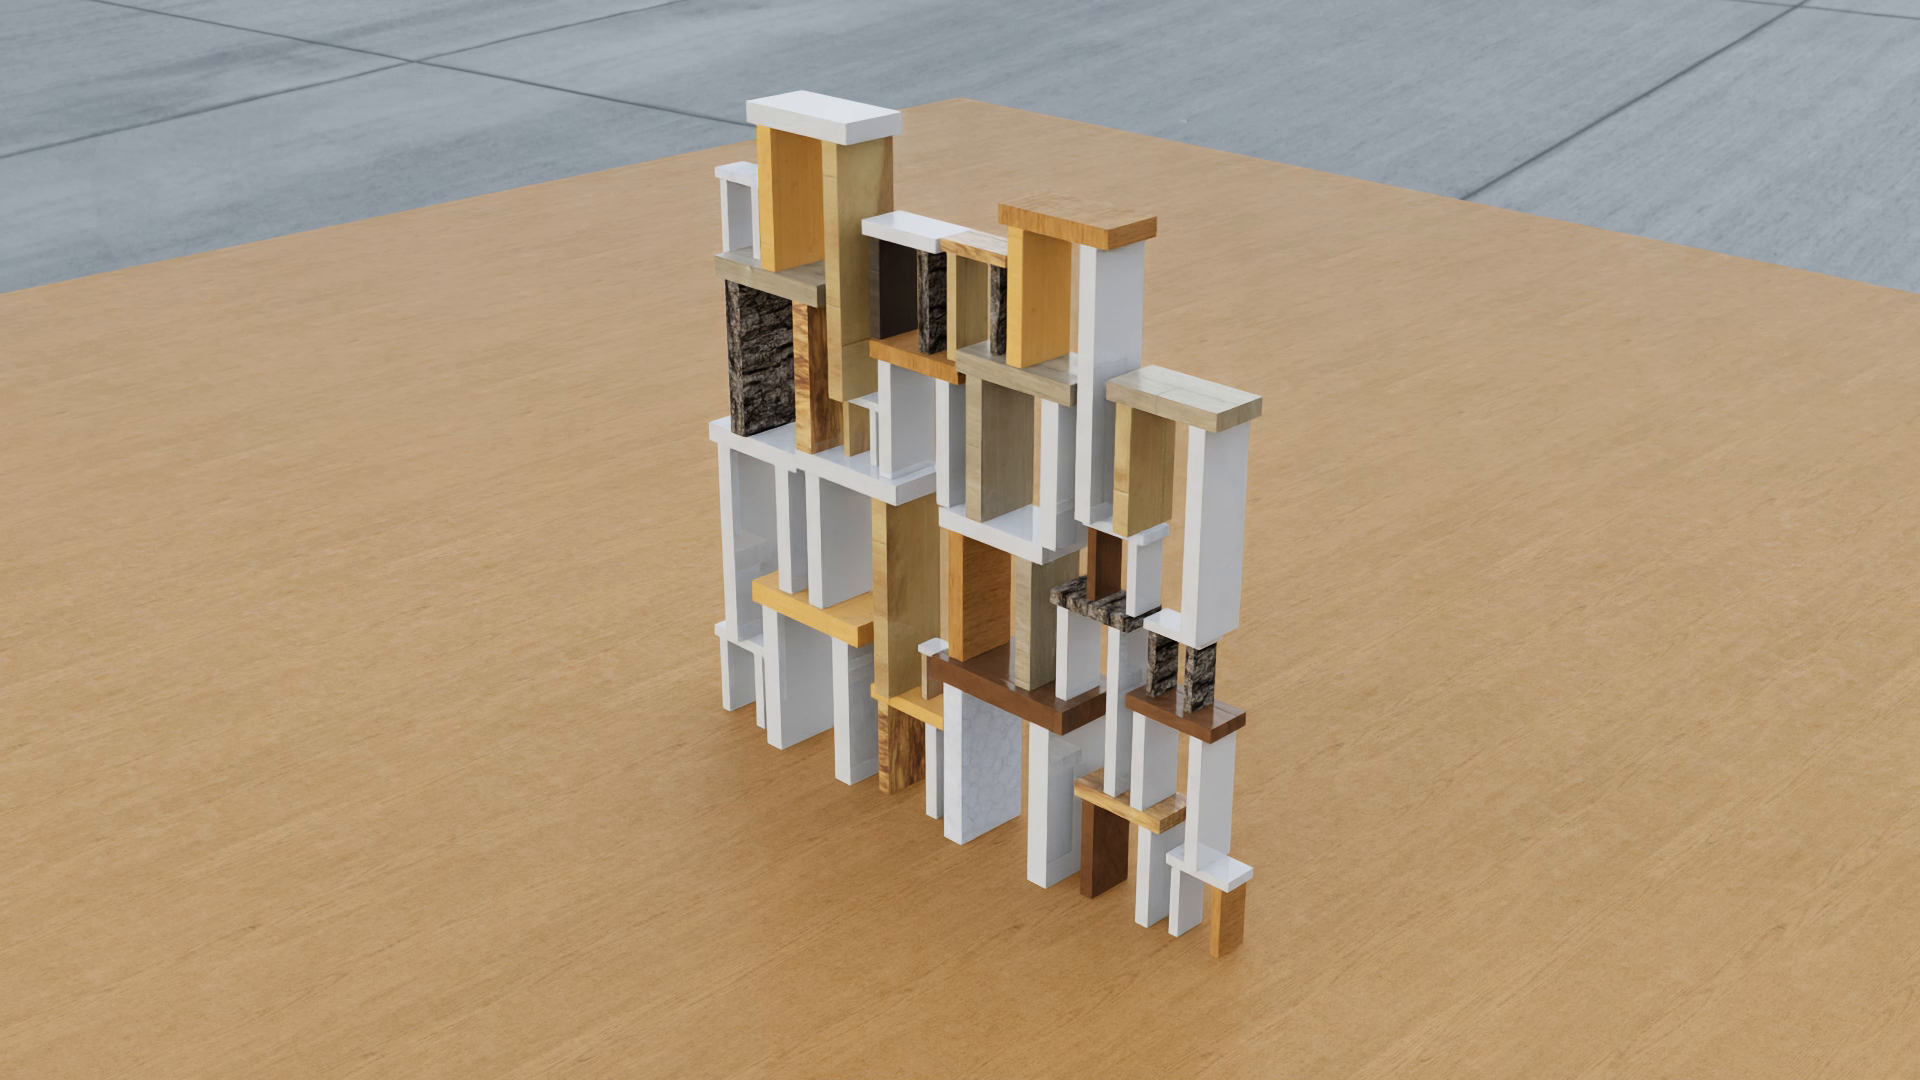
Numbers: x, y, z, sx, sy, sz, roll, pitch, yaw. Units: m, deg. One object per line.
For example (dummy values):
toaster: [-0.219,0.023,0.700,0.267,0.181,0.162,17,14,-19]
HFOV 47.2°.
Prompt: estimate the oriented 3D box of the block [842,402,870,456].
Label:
block: [-0.203,-0.227,4.344,0.058,0.115,0.016,-21,31,-41]

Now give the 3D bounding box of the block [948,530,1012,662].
block: [0.038,0.089,4.216,0.037,0.265,0.132,21,31,40]

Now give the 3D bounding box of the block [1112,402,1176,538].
block: [0.321,-0.136,3.819,0.034,0.240,0.120,21,31,41]

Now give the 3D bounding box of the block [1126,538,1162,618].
block: [0.327,0.060,3.897,0.020,0.141,0.071,21,31,41]

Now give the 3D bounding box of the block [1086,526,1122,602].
block: [0.260,0.034,3.959,0.071,0.141,0.020,-21,31,-40]

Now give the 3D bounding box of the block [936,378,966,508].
block: [0.009,-0.195,4.132,0.033,0.249,0.118,21,31,41]

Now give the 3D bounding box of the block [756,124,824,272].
block: [-0.324,-0.677,4.286,0.142,0.284,0.040,-21,31,-41]

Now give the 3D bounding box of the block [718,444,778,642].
block: [-0.442,-0.009,4.698,0.039,0.449,0.138,21,31,41]

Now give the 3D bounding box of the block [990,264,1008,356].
block: [0.091,-0.422,3.954,0.023,0.165,0.082,21,31,41]

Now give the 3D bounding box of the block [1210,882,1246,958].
block: [0.485,0.678,3.979,0.020,0.144,0.072,21,31,41]

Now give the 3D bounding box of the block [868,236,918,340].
block: [-0.126,-0.486,4.162,0.098,0.196,0.028,-21,31,-40]

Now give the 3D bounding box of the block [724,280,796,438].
block: [-0.401,-0.387,4.495,0.044,0.326,0.154,21,31,41]

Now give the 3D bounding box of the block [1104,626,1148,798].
block: [0.307,0.300,4.014,0.026,0.339,0.093,21,31,41]

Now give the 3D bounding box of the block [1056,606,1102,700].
block: [0.220,0.195,4.065,0.026,0.186,0.093,21,31,41]

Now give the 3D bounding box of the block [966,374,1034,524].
block: [0.074,-0.185,4.067,0.040,0.281,0.140,21,31,41]

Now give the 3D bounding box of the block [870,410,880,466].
block: [-0.149,-0.206,4.295,0.058,0.115,0.016,-21,31,-41]

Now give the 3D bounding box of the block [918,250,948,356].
block: [-0.033,-0.450,4.077,0.028,0.196,0.098,21,31,41]

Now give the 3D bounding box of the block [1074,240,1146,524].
block: [0.260,-0.280,3.825,0.036,0.501,0.126,21,31,41]

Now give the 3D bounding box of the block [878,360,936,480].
block: [-0.102,-0.245,4.232,0.118,0.236,0.033,-21,31,-41]

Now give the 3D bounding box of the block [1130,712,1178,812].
block: [0.355,0.386,3.996,0.028,0.195,0.098,21,31,41]

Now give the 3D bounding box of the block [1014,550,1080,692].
block: [0.163,0.137,4.102,0.037,0.265,0.132,21,31,40]

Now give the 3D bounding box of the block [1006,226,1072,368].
block: [0.140,-0.440,3.885,0.126,0.252,0.036,-21,31,-40]

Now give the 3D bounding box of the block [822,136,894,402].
block: [-0.191,-0.523,4.206,0.142,0.505,0.040,-21,31,-40]

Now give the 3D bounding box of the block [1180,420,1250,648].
block: [0.434,-0.019,3.745,0.120,0.399,0.034,-21,31,-41]

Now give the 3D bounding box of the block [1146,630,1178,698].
block: [0.362,0.211,3.923,0.064,0.128,0.018,-21,31,-41]

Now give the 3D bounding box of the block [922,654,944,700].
block: [-0.054,0.265,4.396,0.050,0.101,0.014,-21,31,-41]

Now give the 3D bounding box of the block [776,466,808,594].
block: [-0.313,-0.038,4.544,0.039,0.275,0.138,21,31,41]

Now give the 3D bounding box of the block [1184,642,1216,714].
block: [0.422,0.235,3.867,0.064,0.128,0.018,-21,31,-41]

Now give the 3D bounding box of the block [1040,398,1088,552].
block: [0.207,-0.133,3.945,0.040,0.281,0.140,21,31,41]

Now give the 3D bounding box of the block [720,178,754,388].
block: [-0.446,-0.491,4.499,0.021,0.515,0.072,21,31,41]

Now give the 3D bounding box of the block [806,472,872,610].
block: [-0.243,-0.018,4.476,0.041,0.291,0.145,21,31,41]

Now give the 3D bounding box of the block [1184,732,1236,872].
block: [0.447,0.455,3.925,0.098,0.267,0.028,-21,31,-41]

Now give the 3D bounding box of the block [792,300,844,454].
block: [-0.255,-0.338,4.357,0.154,0.309,0.044,-21,31,-41]

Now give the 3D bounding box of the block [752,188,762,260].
block: [-0.378,-0.635,4.364,0.021,0.145,0.072,21,31,41]

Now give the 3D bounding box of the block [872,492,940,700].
block: [-0.106,0.098,4.376,0.145,0.425,0.041,-21,31,-41]

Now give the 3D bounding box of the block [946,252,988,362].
block: [0.014,-0.435,4.033,0.023,0.203,0.082,21,31,40]
